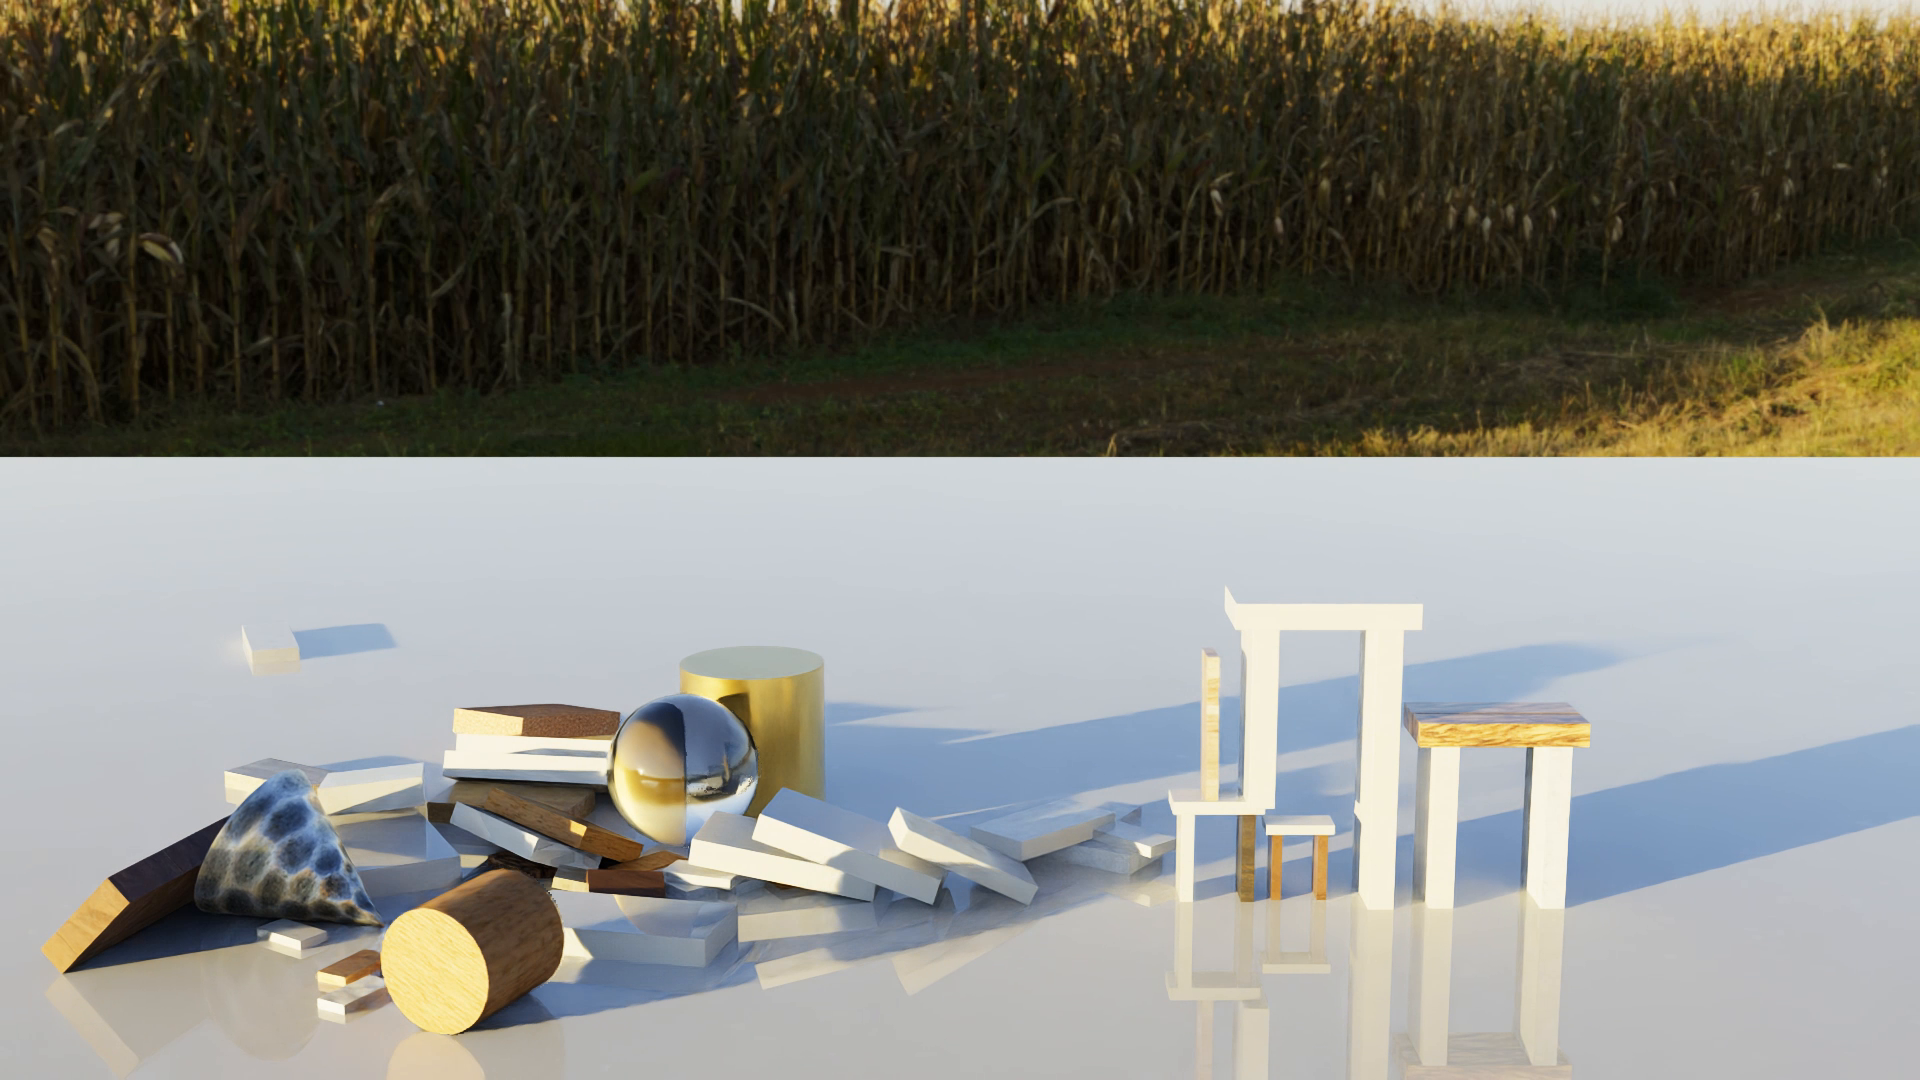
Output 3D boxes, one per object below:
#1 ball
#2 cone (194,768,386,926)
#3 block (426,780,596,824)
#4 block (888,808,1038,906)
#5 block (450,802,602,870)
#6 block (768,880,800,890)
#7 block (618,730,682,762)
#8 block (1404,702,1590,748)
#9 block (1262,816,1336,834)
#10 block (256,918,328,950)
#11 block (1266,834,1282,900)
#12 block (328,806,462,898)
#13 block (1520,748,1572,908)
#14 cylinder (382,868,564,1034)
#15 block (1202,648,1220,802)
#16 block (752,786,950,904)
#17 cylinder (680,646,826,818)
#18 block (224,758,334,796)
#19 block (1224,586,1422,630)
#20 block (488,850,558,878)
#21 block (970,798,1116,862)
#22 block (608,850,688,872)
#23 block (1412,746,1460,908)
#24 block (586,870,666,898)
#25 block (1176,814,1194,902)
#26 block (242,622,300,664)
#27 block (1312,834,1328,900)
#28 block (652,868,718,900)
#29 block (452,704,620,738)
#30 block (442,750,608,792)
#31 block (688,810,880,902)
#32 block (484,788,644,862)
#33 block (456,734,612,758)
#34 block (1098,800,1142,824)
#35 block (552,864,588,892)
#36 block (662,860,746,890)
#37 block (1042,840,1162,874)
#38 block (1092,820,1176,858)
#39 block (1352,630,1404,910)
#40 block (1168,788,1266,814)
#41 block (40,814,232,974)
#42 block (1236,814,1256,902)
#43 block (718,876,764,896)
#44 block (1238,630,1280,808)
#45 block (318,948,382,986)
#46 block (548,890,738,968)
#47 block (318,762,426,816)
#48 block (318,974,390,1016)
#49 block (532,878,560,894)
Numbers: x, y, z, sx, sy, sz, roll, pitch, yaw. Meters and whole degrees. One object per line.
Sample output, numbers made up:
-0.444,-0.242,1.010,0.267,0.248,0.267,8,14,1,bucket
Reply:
-0.493,0.408,3.907,0.271,0.271,0.271,0,11,0,ball
-1.032,0.553,3.541,0.269,0.269,0.269,30,18,10,cone
-0.832,0.493,4.083,0.274,0.039,0.137,2,11,12,block
0.004,0.523,3.639,0.243,0.034,0.121,26,5,-14,block
-0.753,0.517,3.805,0.137,0.039,0.274,25,-9,-42,block
-0.303,0.565,3.753,0.063,0.018,0.127,-6,12,-29,block
-0.579,0.422,4.487,0.220,0.031,0.110,3,11,14,block
0.879,0.303,3.612,0.274,0.039,0.137,0,11,0,block
0.560,0.472,3.644,0.112,0.016,0.056,0,11,0,block
-1.052,0.621,3.464,0.105,0.015,0.053,7,13,34,block
0.523,0.535,3.656,0.016,0.113,0.056,0,11,0,block
-1.002,0.536,3.823,0.178,0.050,0.355,-5,12,-27,block
0.970,0.456,3.641,0.039,0.274,0.137,0,11,0,block
-0.700,0.590,3.166,0.184,0.184,0.184,5,12,24,cylinder
0.411,0.303,3.614,0.019,0.242,0.068,-1,11,-1,block
-0.173,0.507,3.665,0.316,0.045,0.158,19,13,6,block
-0.391,0.362,4.154,0.271,0.271,0.271,0,11,0,cylinder
-1.303,0.465,4.256,0.220,0.031,0.110,6,12,31,block
0.588,0.109,3.577,0.297,0.042,0.149,0,11,0,block
-0.750,0.560,3.782,0.065,0.018,0.130,-9,14,-41,block
0.146,0.504,3.838,0.122,0.034,0.243,10,14,44,block
-0.536,0.562,3.772,0.063,0.018,0.125,10,14,42,block
0.788,0.456,3.641,0.039,0.274,0.137,0,11,0,block
-0.550,0.571,3.617,0.125,0.018,0.063,4,33,-15,block
0.374,0.517,3.652,0.021,0.150,0.075,0,11,0,block
-1.696,0.251,5.408,0.110,0.031,0.303,-4,11,-22,block
0.598,0.535,3.656,0.016,0.113,0.056,0,11,0,block
-0.469,0.576,3.694,0.063,0.018,0.125,-9,14,-41,block
-0.866,0.374,4.522,0.168,0.048,0.336,5,0,26,block
-0.787,0.441,4.162,0.336,0.048,0.168,2,-12,8,block
-0.283,0.533,3.718,0.316,0.045,0.158,11,12,6,block
-0.695,0.501,3.850,0.277,0.039,0.137,13,-10,42,block
-0.794,0.419,4.296,0.336,0.048,0.168,2,-11,9,block
0.274,0.511,4.044,0.068,0.019,0.136,6,12,29,block
-0.607,0.570,3.652,0.130,0.018,0.065,12,10,-3,block
-0.429,0.560,3.681,0.127,0.018,0.063,4,11,19,block
0.221,0.535,3.873,0.243,0.034,0.121,7,12,32,block
0.303,0.518,3.813,0.068,0.019,0.136,-10,14,-42,block
0.687,0.360,3.624,0.042,0.469,0.149,0,11,0,block
0.424,0.432,3.637,0.150,0.021,0.075,0,11,0,block
-1.246,0.534,3.532,0.178,0.050,0.503,-43,-3,18,block
0.474,0.517,3.653,0.021,0.150,0.075,0,11,0,block
-0.398,0.571,3.723,0.127,0.018,0.063,9,14,42,block
0.489,0.276,3.608,0.042,0.297,0.148,0,11,0,block
-0.914,0.646,3.325,0.053,0.015,0.105,5,12,25,block
-0.524,0.608,3.451,0.316,0.045,0.158,2,11,13,block
-1.073,0.456,4.031,0.178,0.050,0.355,-6,0,-13,block
-0.883,0.666,3.221,0.053,0.015,0.105,6,12,29,block
-0.695,0.583,3.658,0.130,0.018,0.065,0,11,-1,block
